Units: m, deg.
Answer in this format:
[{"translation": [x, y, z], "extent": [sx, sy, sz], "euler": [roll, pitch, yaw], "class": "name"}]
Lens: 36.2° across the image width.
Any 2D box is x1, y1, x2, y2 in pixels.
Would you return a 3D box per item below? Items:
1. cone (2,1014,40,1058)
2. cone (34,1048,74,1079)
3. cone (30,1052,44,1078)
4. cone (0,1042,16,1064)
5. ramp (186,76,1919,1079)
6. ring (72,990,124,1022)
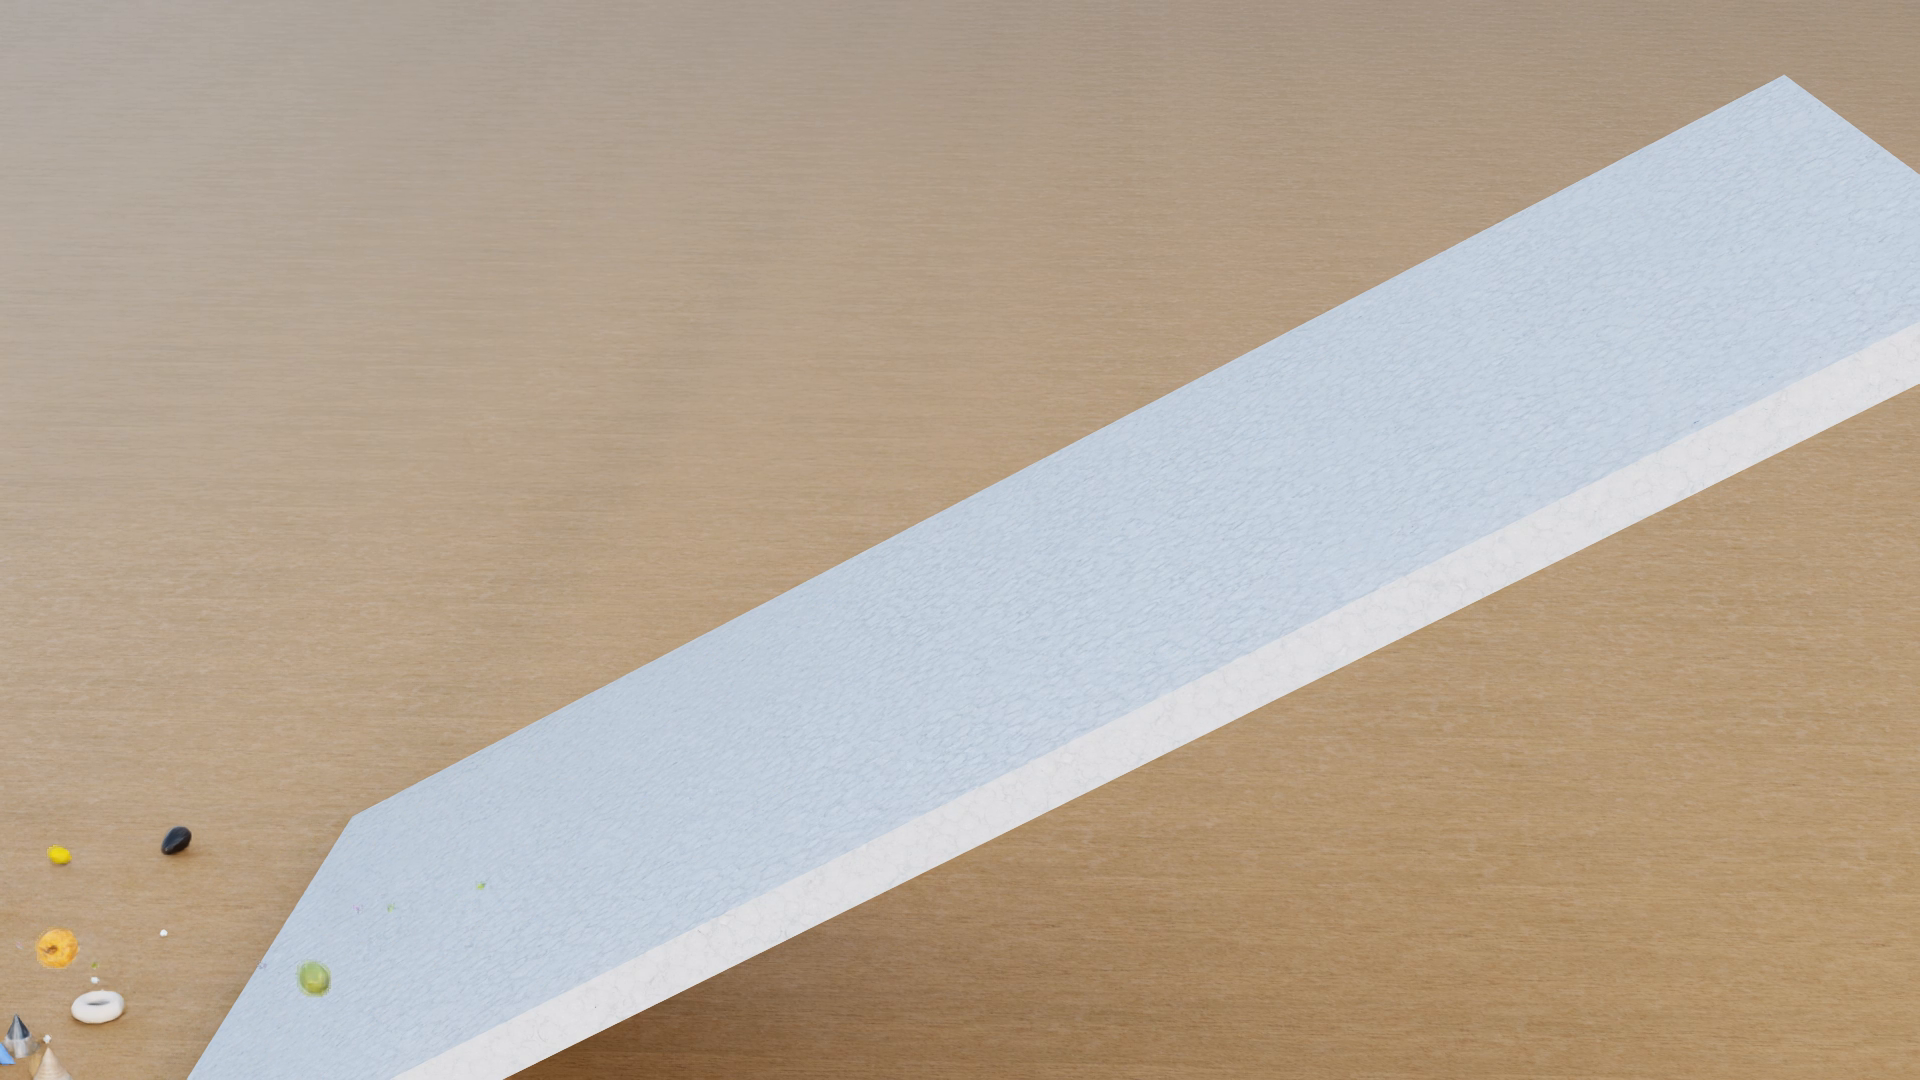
[{"translation": [-2.105, 1.098, 6.572], "extent": [0.088, 0.088, 0.088], "euler": [0, 18, 0], "class": "cone"}, {"translation": [-1.983, 1.146, 6.413], "extent": [0.094, 0.094, 0.094], "euler": [0, 18, 0], "class": "cone"}, {"translation": [-2.010, 1.157, 6.472], "extent": [0.056, 0.056, 0.056], "euler": [9, 10, -37], "class": "cone"}, {"translation": [-2.115, 1.149, 6.516], "extent": [0.054, 0.054, 0.054], "euler": [27, 19, -3], "class": "cone"}, {"translation": [0.142, 0.167, 6.283], "extent": [4.000, 0.100, 2.000], "euler": [-27, 14, 11], "class": "ramp"}, {"translation": [-1.975, 1.070, 6.740], "extent": [0.118, 0.039, 0.118], "euler": [1, 18, 0], "class": "ring"}]
